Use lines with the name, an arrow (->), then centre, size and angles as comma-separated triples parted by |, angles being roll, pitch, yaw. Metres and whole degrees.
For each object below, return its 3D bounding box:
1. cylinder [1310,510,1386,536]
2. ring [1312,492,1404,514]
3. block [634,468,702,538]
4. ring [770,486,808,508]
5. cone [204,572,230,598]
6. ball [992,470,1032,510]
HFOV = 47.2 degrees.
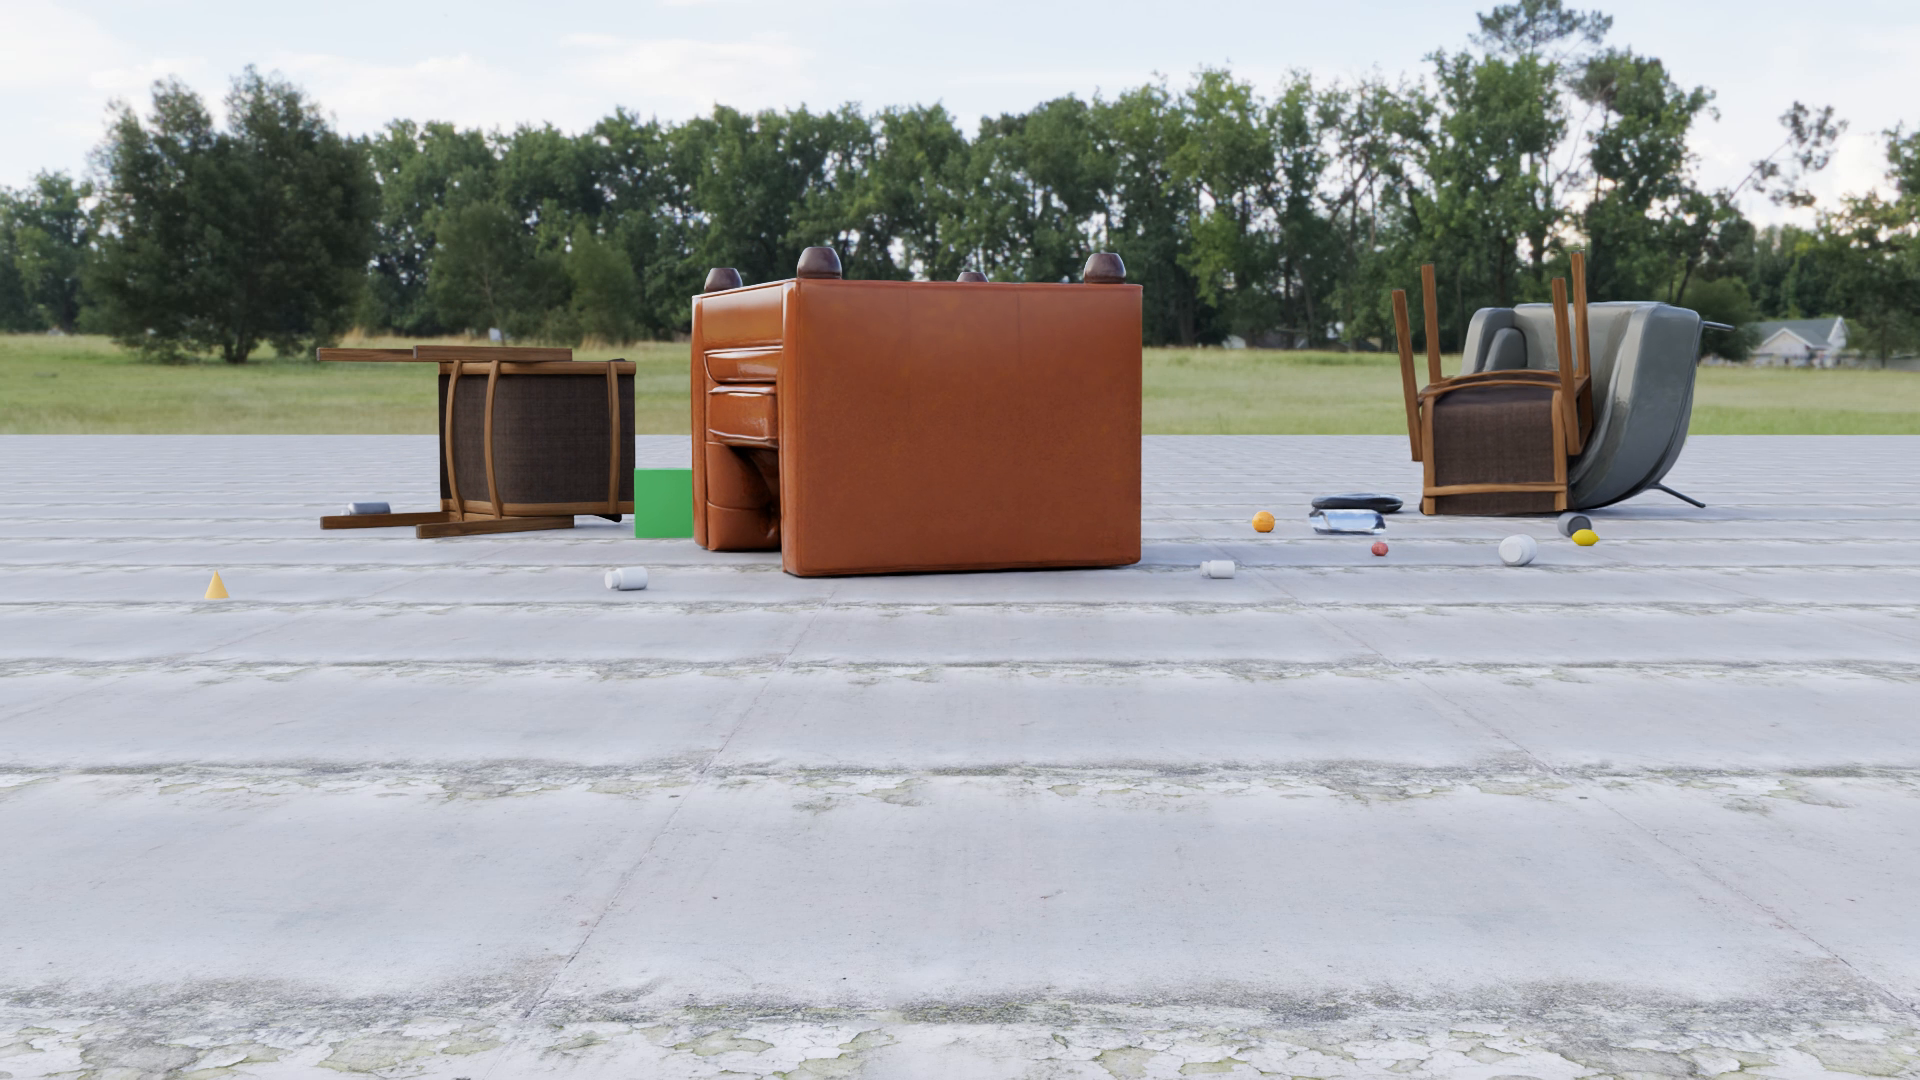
cylinder -> 1.196, -0.055, 6.800 | 0.176, 0.072, 0.192 | -1, 12, -11
ring -> 1.449, -0.134, 8.024 | 0.314, 0.066, 0.389 | 2, 5, 40
block -> -0.894, -0.114, 6.718 | 0.197, 0.204, 0.160 | -1, 4, -9
ring -> -0.650, -0.164, 8.381 | 0.150, 0.078, 0.094 | 0, 1, -27
cone -> -1.600, 0.094, 4.732 | 0.051, 0.062, 0.057 | 1, 4, 11
ball -> 0.196, -0.190, 8.219 | 0.150, 0.150, 0.150 | 0, 4, 0
